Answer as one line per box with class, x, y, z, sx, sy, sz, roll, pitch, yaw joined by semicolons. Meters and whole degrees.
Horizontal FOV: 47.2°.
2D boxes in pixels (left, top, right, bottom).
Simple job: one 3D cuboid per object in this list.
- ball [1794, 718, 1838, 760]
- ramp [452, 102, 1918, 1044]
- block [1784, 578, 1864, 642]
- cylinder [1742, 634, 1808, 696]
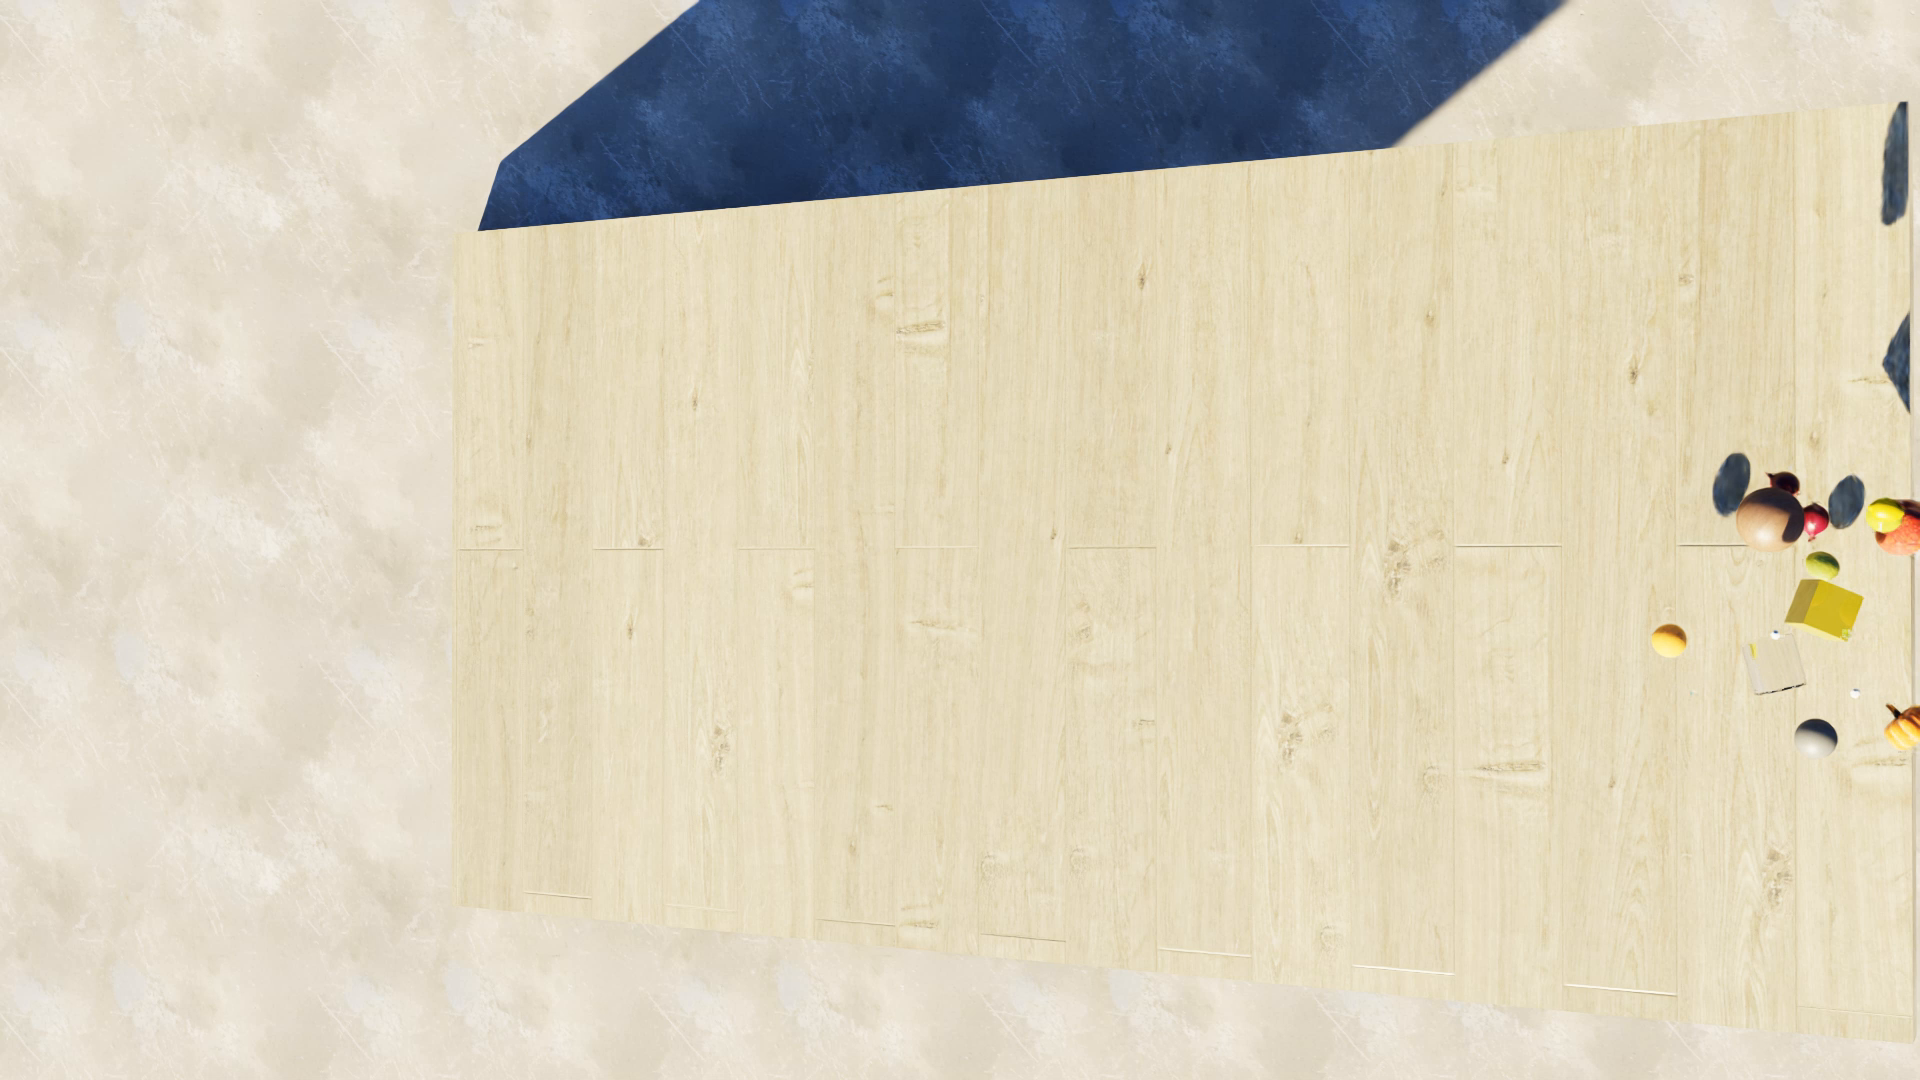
ball;1.594;0.370;4.095;0.076;0.076;0.076;0;89;0
ramp;0.276;0.077;5.650;4.000;0.100;2.000;0;89;28
block;1.744;0.141;4.440;0.096;0.096;0.096;22;88;-1
cylinder;1.547;0.236;4.178;0.098;0.098;0.098;-13;85;0
